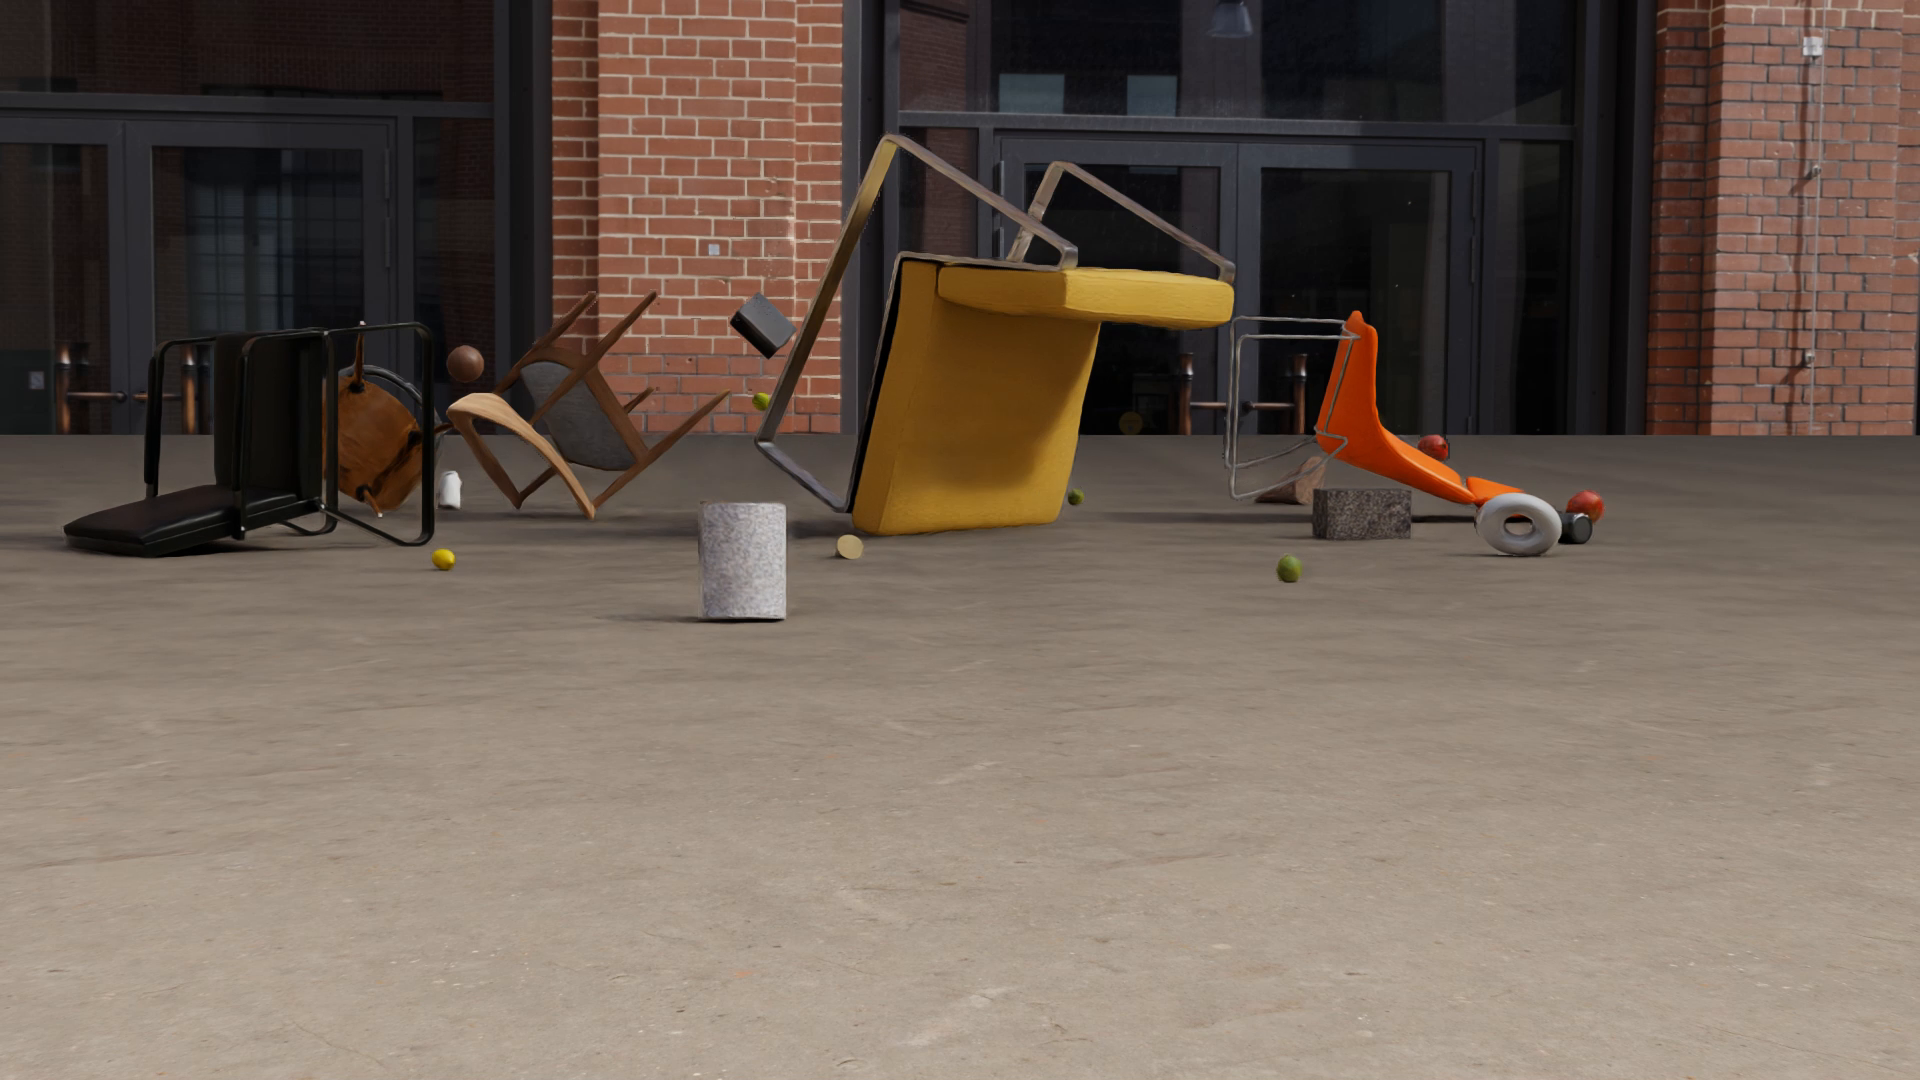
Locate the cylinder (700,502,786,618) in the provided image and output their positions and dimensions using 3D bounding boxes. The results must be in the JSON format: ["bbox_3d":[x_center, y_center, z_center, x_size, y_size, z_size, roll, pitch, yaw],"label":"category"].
[{"bbox_3d":[-0.420,0.041,4.266,0.165,0.219,0.119,0,-2,-8],"label":"cylinder"}]

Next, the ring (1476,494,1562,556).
[{"bbox_3d":[1.505,-0.041,5.918,0.226,0.170,0.101,-1,24,18],"label":"ring"}]

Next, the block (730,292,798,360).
[{"bbox_3d":[-0.730,-0.796,8.166,0.131,0.201,0.092,-49,4,-38],"label":"block"}]

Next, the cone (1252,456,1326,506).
[{"bbox_3d":[1.264,-0.193,8.670,0.311,0.130,0.264,-21,27,46],"label":"cone"}]

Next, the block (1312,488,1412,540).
[{"bbox_3d":[1.210,-0.079,6.626,0.255,0.146,0.162,0,4,-6],"label":"block"}]
